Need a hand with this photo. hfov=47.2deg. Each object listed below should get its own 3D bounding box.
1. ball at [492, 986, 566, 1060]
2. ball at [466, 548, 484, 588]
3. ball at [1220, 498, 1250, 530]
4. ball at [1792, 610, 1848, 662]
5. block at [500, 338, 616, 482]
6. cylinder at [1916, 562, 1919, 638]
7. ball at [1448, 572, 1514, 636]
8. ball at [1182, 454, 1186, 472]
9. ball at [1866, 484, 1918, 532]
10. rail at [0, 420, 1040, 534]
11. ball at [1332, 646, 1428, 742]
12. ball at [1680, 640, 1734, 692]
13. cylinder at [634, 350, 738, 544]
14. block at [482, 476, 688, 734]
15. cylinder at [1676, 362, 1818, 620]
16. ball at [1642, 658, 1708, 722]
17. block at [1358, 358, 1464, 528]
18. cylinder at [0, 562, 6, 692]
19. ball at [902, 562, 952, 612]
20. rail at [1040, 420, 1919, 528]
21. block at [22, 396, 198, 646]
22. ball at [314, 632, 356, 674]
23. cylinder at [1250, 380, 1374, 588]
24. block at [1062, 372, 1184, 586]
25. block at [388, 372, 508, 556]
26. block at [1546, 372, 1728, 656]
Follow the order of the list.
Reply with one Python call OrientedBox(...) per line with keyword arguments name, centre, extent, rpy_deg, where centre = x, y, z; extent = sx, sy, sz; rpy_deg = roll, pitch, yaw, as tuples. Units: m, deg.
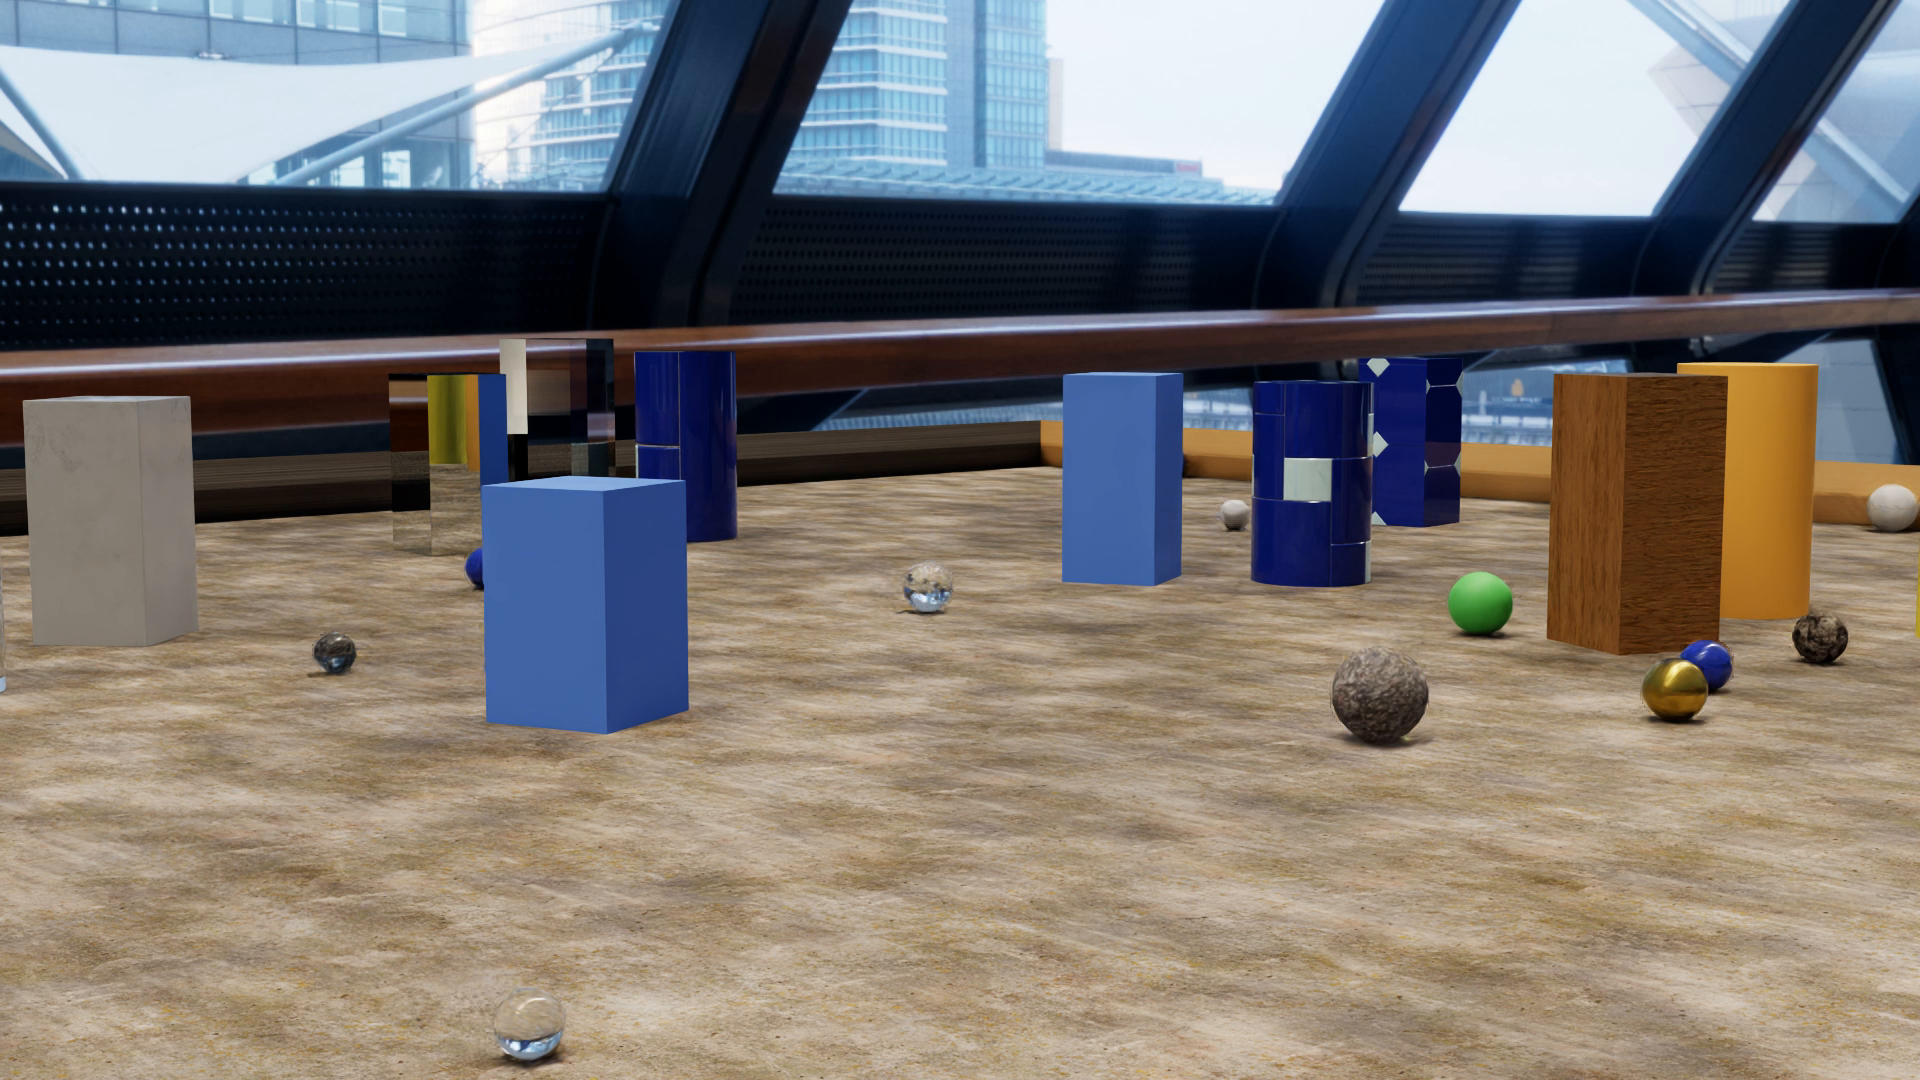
OrientedBox(name="ball", centre=(-0.257, 0.288, 1.312), extent=(0.042, 0.042, 0.042), rpy_deg=(0, 6, 0))
OrientedBox(name="ball", centre=(-0.759, 0.044, 3.528), extent=(0.067, 0.067, 0.067), rpy_deg=(0, 6, 0))
OrientedBox(name="ball", centre=(0.559, -0.052, 4.468), extent=(0.063, 0.063, 0.063), rpy_deg=(0, 6, 0))
OrientedBox(name="ball", centre=(1.090, 0.123, 2.785), extent=(0.066, 0.066, 0.066), rpy_deg=(0, 6, 0))
OrientedBox(name="block", centre=(-0.782, -0.197, 4.290), extent=(0.157, 0.389, 0.157), rpy_deg=(3, 6, 23))
OrientedBox(name="cylinder", centre=(1.404, -0.055, 2.967), extent=(0.197, 0.382, 0.197), rpy_deg=(0, 6, 0))
OrientedBox(name="ball", centre=(0.716, 0.087, 3.022), extent=(0.087, 0.087, 0.087), rpy_deg=(0, 6, 0))
OrientedBox(name="ball", centre=(0.564, -0.205, 5.864), extent=(0.077, 0.077, 0.077), rpy_deg=(0, 6, 0))
OrientedBox(name="ball", centre=(1.876, -0.064, 4.427), extent=(0.096, 0.096, 0.096), rpy_deg=(0, 6, 0))
OrientedBox(name="rail", centre=(-1.381, -0.122, 4.820), extent=(4.434, 0.128, 0.045), rpy_deg=(-5, 8, -42))
OrientedBox(name="ball", centre=(0.435, 0.159, 2.277), extent=(0.098, 0.098, 0.098), rpy_deg=(0, 6, 0))
OrientedBox(name="ball", centre=(0.874, 0.147, 2.576), extent=(0.061, 0.061, 0.061), rpy_deg=(0, 6, 0))
OrientedBox(name="cylinder", centre=(-0.535, -0.185, 4.296), extent=(0.197, 0.365, 0.197), rpy_deg=(0, 6, 0))
OrientedBox(name="block", centre=(-0.408, 0.066, 2.407), extent=(0.157, 0.257, 0.157), rpy_deg=(3, 7, 26))
OrientedBox(name="cylinder", centre=(1.159, -0.077, 3.256), extent=(0.197, 0.365, 0.197), rpy_deg=(0, 6, 0))
OrientedBox(name="ball", centre=(0.777, 0.163, 2.390), extent=(0.069, 0.069, 0.069), rpy_deg=(0, 6, 0))
OrientedBox(name="block", centre=(0.942, -0.208, 4.608), extent=(0.157, 0.344, 0.157), rpy_deg=(5, 8, 40))
OrientedBox(name="cylinder", centre=(-1.221, -0.059, 2.545), extent=(0.197, 0.478, 0.197), rpy_deg=(0, 6, 0))
OrientedBox(name="ball", centre=(-0.048, 0.070, 3.251), extent=(0.074, 0.074, 0.074), rpy_deg=(0, 6, 0))
OrientedBox(name="rail", centre=(1.612, -0.121, 4.811), extent=(0.045, 0.128, 4.119), rpy_deg=(-5, 8, -42))
OrientedBox(name="block", centre=(-1.150, -0.029, 2.986), extent=(0.157, 0.326, 0.157), rpy_deg=(1, 6, 5))
OrientedBox(name="ball", centre=(-0.769, 0.139, 2.706), extent=(0.050, 0.050, 0.050), rpy_deg=(0, 6, 0))
OrientedBox(name="cylinder", centre=(0.580, -0.097, 3.628), extent=(0.197, 0.327, 0.197), rpy_deg=(0, 6, 0))
OrientedBox(name="block", centre=(0.270, -0.105, 3.642), extent=(0.157, 0.340, 0.157), rpy_deg=(2, 6, 22))
OrientedBox(name="block", centre=(-0.947, -0.144, 4.080), extent=(0.157, 0.328, 0.157), rpy_deg=(-5, 8, -40))
OrientedBox(name="block", centre=(0.899, -0.040, 2.927), extent=(0.157, 0.359, 0.157), rpy_deg=(-2, 6, -20))
